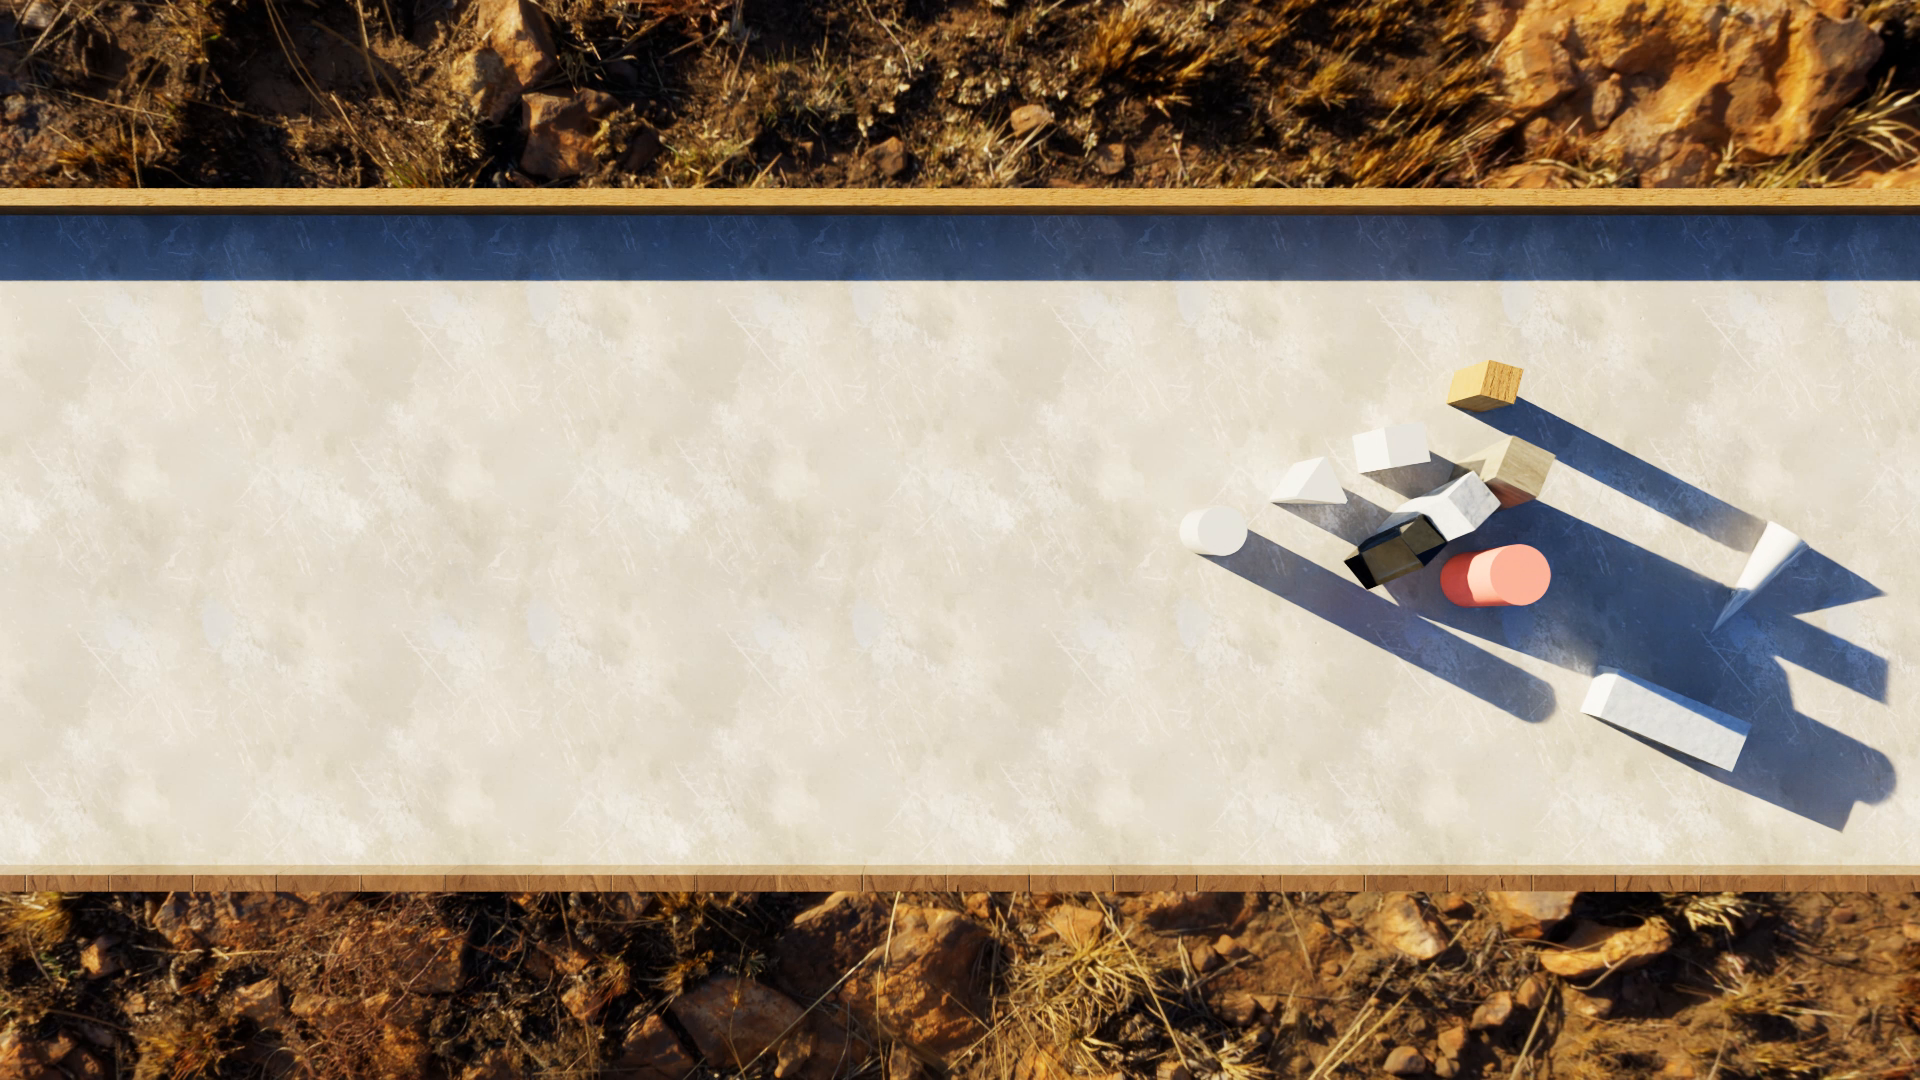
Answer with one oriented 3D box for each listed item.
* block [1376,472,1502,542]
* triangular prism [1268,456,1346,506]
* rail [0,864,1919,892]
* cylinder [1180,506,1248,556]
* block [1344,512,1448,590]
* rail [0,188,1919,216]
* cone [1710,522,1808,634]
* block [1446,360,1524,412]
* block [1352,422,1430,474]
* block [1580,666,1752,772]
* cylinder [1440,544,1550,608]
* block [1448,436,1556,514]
[{"bbox_3d":[1.407,-0.068,4.866,0.123,0.402,0.123,-40,90,-20],"label":"block"},{"bbox_3d":[1.027,-0.175,4.867,0.143,0.419,0.124,5,90,0],"label":"triangular prism"},{"bbox_3d":[-2.247,1.025,5.001,12.000,0.150,0.050,0,90,0],"label":"rail"},{"bbox_3d":[0.746,-0.027,4.885,0.142,0.383,0.142,0,90,0],"label":"cylinder"},{"bbox_3d":[1.294,0.037,4.912,0.115,0.307,0.115,-39,90,-24],"label":"block"},{"bbox_3d":[-2.247,-1.025,5.002,12.000,0.150,0.050,0,90,0],"label":"rail"},{"bbox_3d":[2.413,0.136,5.044,0.131,0.131,0.383,34,100,0],"label":"cone"},{"bbox_3d":[1.559,-0.456,4.912,0.103,0.329,0.103,16,90,0],"label":"block"},{"bbox_3d":[1.275,-0.272,4.889,0.116,0.376,0.116,-9,90,0],"label":"block"},{"bbox_3d":[2.136,0.539,4.999,0.428,0.155,0.155,23,90,0],"label":"block"},{"bbox_3d":[1.564,0.110,4.842,0.170,0.459,0.170,0,87,-1],"label":"cylinder"},{"bbox_3d":[1.571,-0.178,4.844,0.132,0.450,0.132,25,82,0],"label":"block"}]
